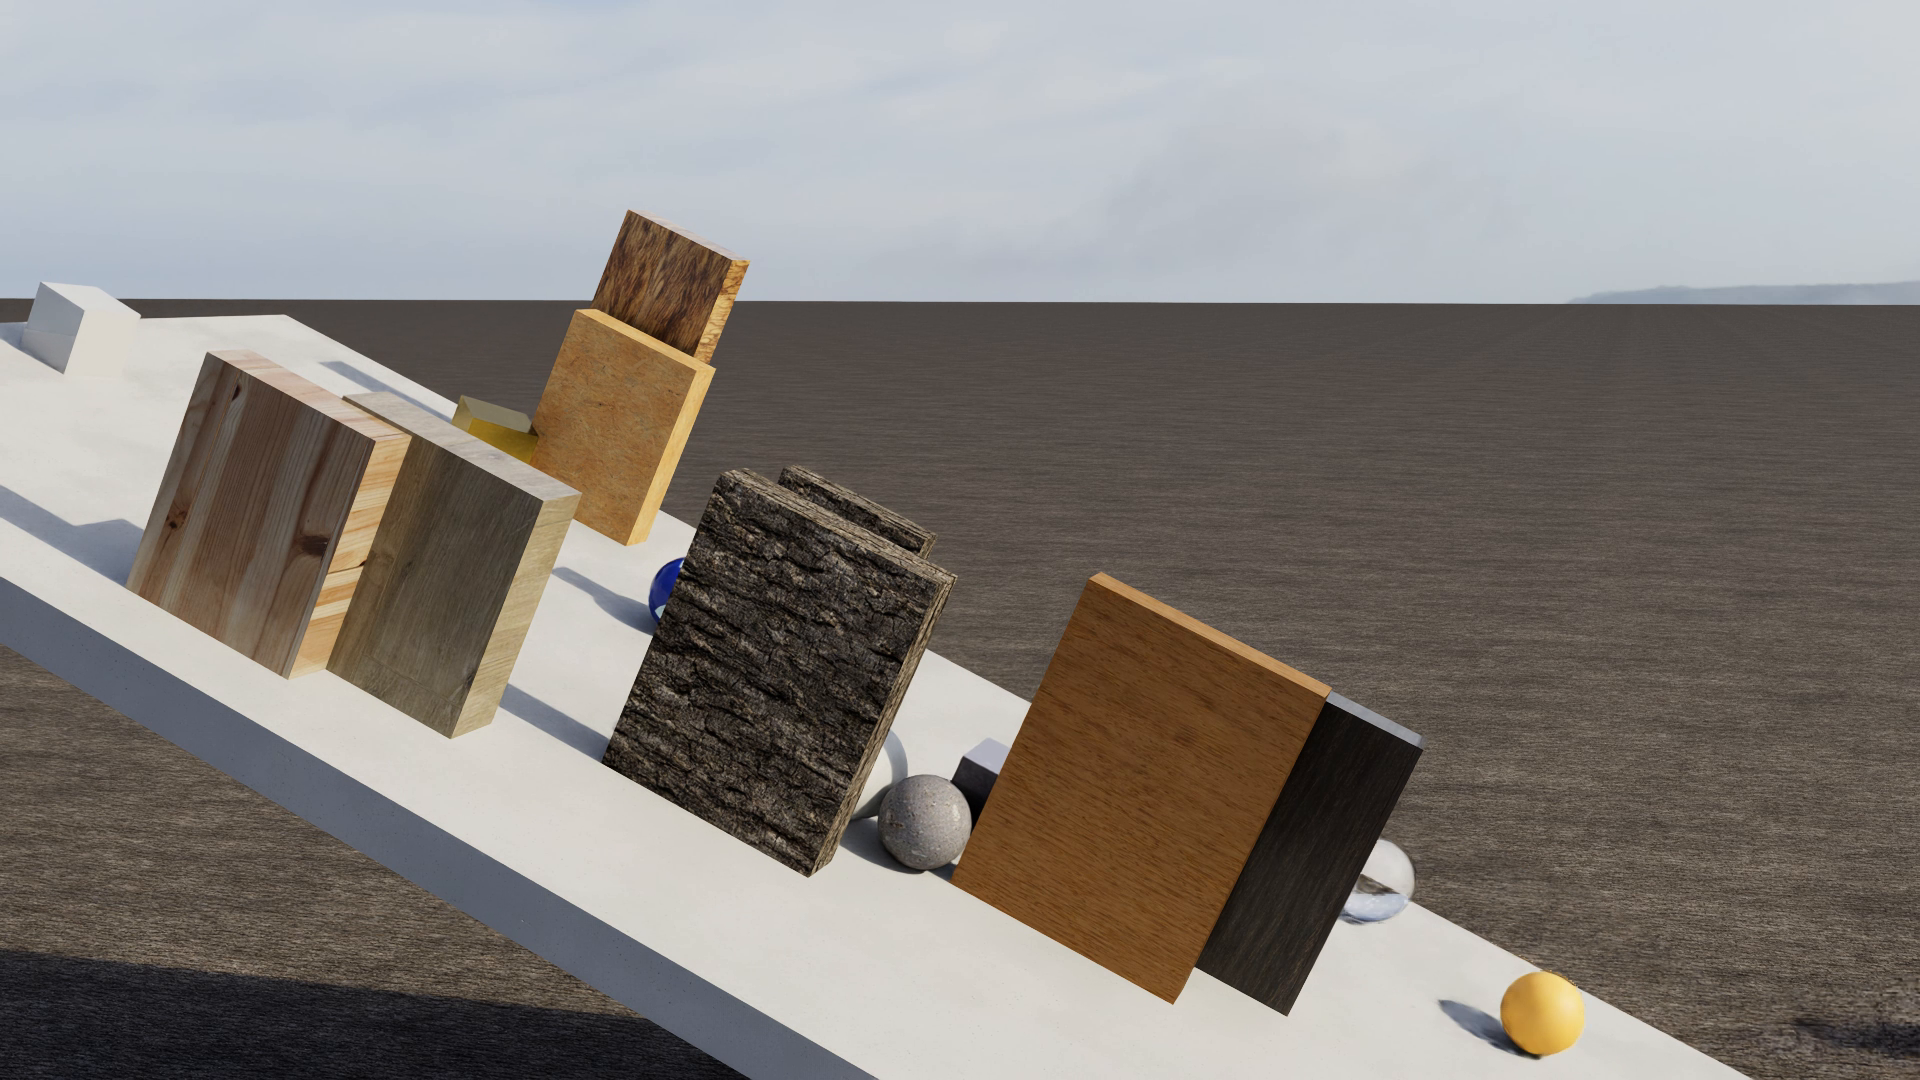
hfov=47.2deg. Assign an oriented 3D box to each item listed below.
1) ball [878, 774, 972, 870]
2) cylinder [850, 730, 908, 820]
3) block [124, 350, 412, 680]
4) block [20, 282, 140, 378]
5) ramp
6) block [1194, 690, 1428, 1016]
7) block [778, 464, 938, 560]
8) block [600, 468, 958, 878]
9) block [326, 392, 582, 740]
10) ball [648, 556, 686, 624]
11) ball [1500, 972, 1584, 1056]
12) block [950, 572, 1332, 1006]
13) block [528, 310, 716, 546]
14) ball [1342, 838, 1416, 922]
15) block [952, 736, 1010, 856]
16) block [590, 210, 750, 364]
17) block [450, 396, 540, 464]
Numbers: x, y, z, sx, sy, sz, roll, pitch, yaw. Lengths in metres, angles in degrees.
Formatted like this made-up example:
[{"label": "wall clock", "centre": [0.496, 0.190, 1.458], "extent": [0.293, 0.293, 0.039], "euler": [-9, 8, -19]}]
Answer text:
[{"label": "ball", "centre": [-0.062, 0.496, 3.870], "extent": [0.167, 0.167, 0.167], "euler": [0, 7, 0]}, {"label": "cylinder", "centre": [-0.216, 0.411, 3.907], "extent": [0.179, 0.179, 0.179], "euler": [4, 1, 32]}, {"label": "block", "centre": [-1.124, -0.044, 3.574], "extent": [0.333, 0.426, 0.113], "euler": [27, 14, 13]}, {"label": "block", "centre": [-1.809, -0.432, 4.523], "extent": [0.142, 0.142, 0.142], "euler": [30, 14, 24]}, {"label": "ramp", "centre": [-0.275, 0.472, 4.176], "extent": [4.000, 0.100, 2.000], "euler": [27, 14, 13]}, {"label": "block", "centre": [0.558, 0.528, 3.966], "extent": [0.349, 0.553, 0.092], "euler": [27, 14, 13]}, {"label": "block", "centre": [-0.280, 0.113, 4.415], "extent": [0.324, 0.426, 0.084], "euler": [27, 14, 13]}, {"label": "block", "centre": [-0.307, 0.220, 3.685], "extent": [0.412, 0.549, 0.110], "euler": [27, 14, 13]}, {"label": "block", "centre": [-0.895, 0.037, 3.634], "extent": [0.392, 0.434, 0.134], "euler": [27, 14, 13]}, {"label": "ball", "centre": [-0.550, 0.118, 4.487], "extent": [0.173, 0.173, 0.173], "euler": [0, 7, 0]}, {"label": "ball", "centre": [1.135, 0.922, 4.285], "extent": [0.160, 0.160, 0.160], "euler": [0, 7, 0]}, {"label": "block", "centre": [0.306, 0.428, 3.807], "extent": [0.443, 0.606, 0.090], "euler": [27, 14, 13]}, {"label": "block", "centre": [-0.786, -0.255, 4.958], "extent": [0.320, 0.434, 0.105], "euler": [27, 14, 13]}, {"label": "ball", "centre": [0.864, 0.712, 4.604], "extent": [0.176, 0.176, 0.176], "euler": [0, 7, 0]}, {"label": "block", "centre": [0.071, 0.497, 4.081], "extent": [0.172, 0.172, 0.172], "euler": [27, 14, 12]}, {"label": "block", "centre": [-0.746, -0.398, 5.079], "extent": [0.279, 0.665, 0.106], "euler": [27, 14, 13]}, {"label": "block", "centre": [-1.056, -0.208, 4.923], "extent": [0.155, 0.155, 0.155], "euler": [17, 15, -28]}]
